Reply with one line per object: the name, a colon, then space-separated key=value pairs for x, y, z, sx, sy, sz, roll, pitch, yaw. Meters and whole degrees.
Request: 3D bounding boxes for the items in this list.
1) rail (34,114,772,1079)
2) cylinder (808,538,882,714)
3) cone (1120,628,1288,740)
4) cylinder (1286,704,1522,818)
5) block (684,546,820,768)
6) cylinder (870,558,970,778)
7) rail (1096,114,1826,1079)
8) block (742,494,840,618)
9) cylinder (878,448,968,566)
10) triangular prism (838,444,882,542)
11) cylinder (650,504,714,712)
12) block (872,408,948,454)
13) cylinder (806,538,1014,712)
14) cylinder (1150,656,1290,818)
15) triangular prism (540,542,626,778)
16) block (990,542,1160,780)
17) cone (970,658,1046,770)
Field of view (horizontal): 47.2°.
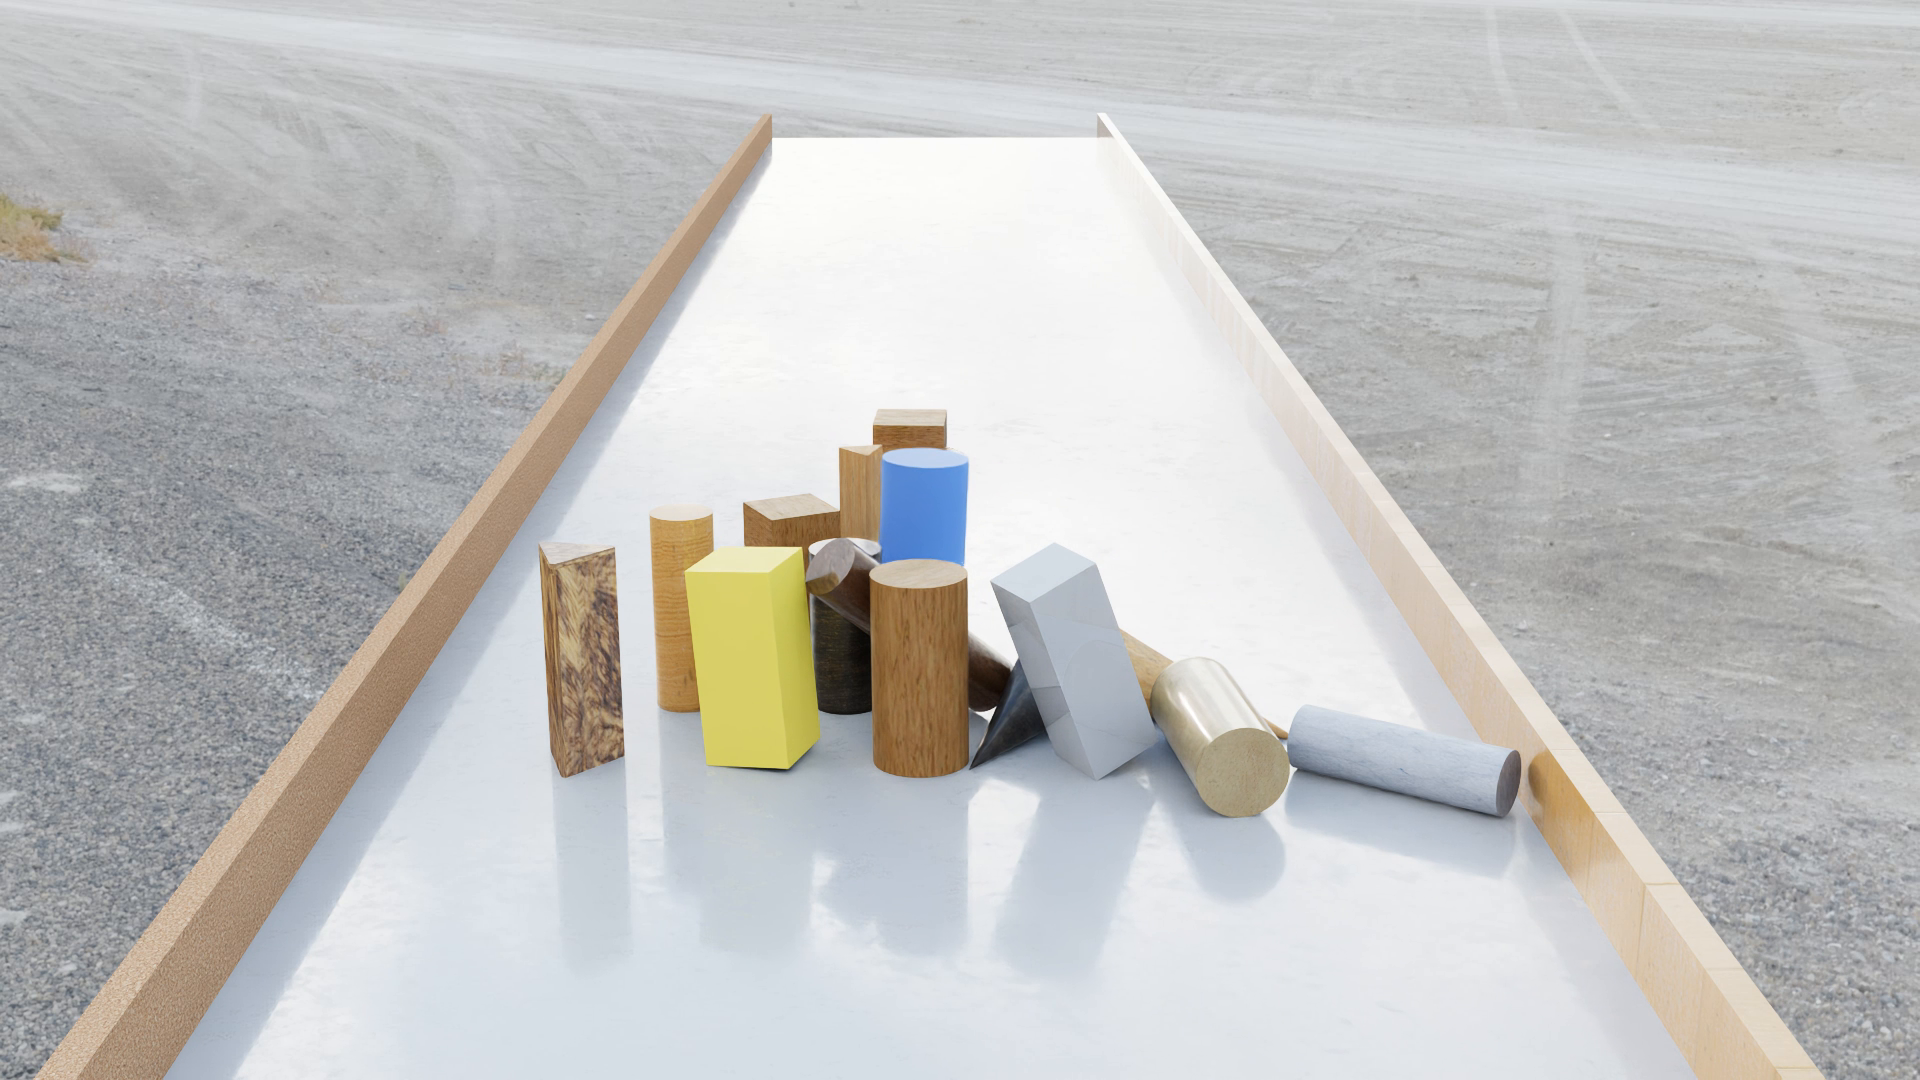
rail: x=-1.118 y=-0.838 z=7.780 sx=0.050 sy=0.150 sz=12.000 roll=0 pitch=17 yaw=-1
cylinder: x=-0.214 y=0.162 z=4.146 sx=0.137 sy=0.306 sz=0.137 roll=0 pitch=17 yaw=0
cone: x=0.441 y=0.301 z=4.069 sx=0.417 sy=0.167 sz=0.167 roll=20 pitch=23 yaw=22
cylinder: x=0.757 y=0.375 z=3.765 sx=0.380 sy=0.114 sz=0.114 roll=11 pitch=20 yaw=33
block: x=-0.364 y=0.206 z=3.889 sx=0.156 sy=0.357 sz=0.156 roll=1 pitch=16 yaw=18
cylinder: x=-0.070 y=0.224 z=3.863 sx=0.171 sy=0.347 sz=0.171 roll=0 pitch=17 yaw=0
rail: x=0.932 y=-0.844 z=7.801 sx=0.050 sy=0.150 sz=12.000 roll=0 pitch=17 yaw=-1
block: x=-0.334 y=0.084 z=4.394 sx=0.146 sy=0.314 sz=0.146 roll=-8 pitch=19 yaw=-26
cylinder: x=-0.076 y=0.036 z=4.375 sx=0.172 sy=0.409 sz=0.172 roll=2 pitch=15 yaw=-1
triangular prism: x=-0.192 y=-0.012 z=4.614 sx=0.079 sy=0.373 sz=0.091 roll=-15 pitch=22 yaw=-40
cylinder: x=-0.518 y=0.128 z=4.136 sx=0.118 sy=0.376 sz=0.118 roll=0 pitch=17 yaw=0
block: x=-0.108 y=-0.081 z=4.820 sx=0.153 sy=0.387 sz=0.153 roll=1 pitch=17 yaw=2
cylinder: x=-0.086 y=0.160 z=4.017 sx=0.454 sy=0.117 sz=0.117 roll=38 pitch=-9 yaw=-36
cylinder: x=0.446 y=0.336 z=3.815 sx=0.161 sy=0.161 sz=0.353 roll=-2 pitch=17 yaw=-7
triangular prism: x=-0.690 y=0.201 z=3.865 sx=0.120 sy=0.390 sz=0.139 roll=14 pitch=22 yaw=39
block: x=0.200 y=0.211 z=3.818 sx=0.139 sy=0.374 sz=0.139 roll=-30 pitch=27 yaw=-18
cone: x=0.097 y=0.329 z=3.978 sx=0.165 sy=0.165 sz=0.321 roll=10 pitch=34 yaw=31
